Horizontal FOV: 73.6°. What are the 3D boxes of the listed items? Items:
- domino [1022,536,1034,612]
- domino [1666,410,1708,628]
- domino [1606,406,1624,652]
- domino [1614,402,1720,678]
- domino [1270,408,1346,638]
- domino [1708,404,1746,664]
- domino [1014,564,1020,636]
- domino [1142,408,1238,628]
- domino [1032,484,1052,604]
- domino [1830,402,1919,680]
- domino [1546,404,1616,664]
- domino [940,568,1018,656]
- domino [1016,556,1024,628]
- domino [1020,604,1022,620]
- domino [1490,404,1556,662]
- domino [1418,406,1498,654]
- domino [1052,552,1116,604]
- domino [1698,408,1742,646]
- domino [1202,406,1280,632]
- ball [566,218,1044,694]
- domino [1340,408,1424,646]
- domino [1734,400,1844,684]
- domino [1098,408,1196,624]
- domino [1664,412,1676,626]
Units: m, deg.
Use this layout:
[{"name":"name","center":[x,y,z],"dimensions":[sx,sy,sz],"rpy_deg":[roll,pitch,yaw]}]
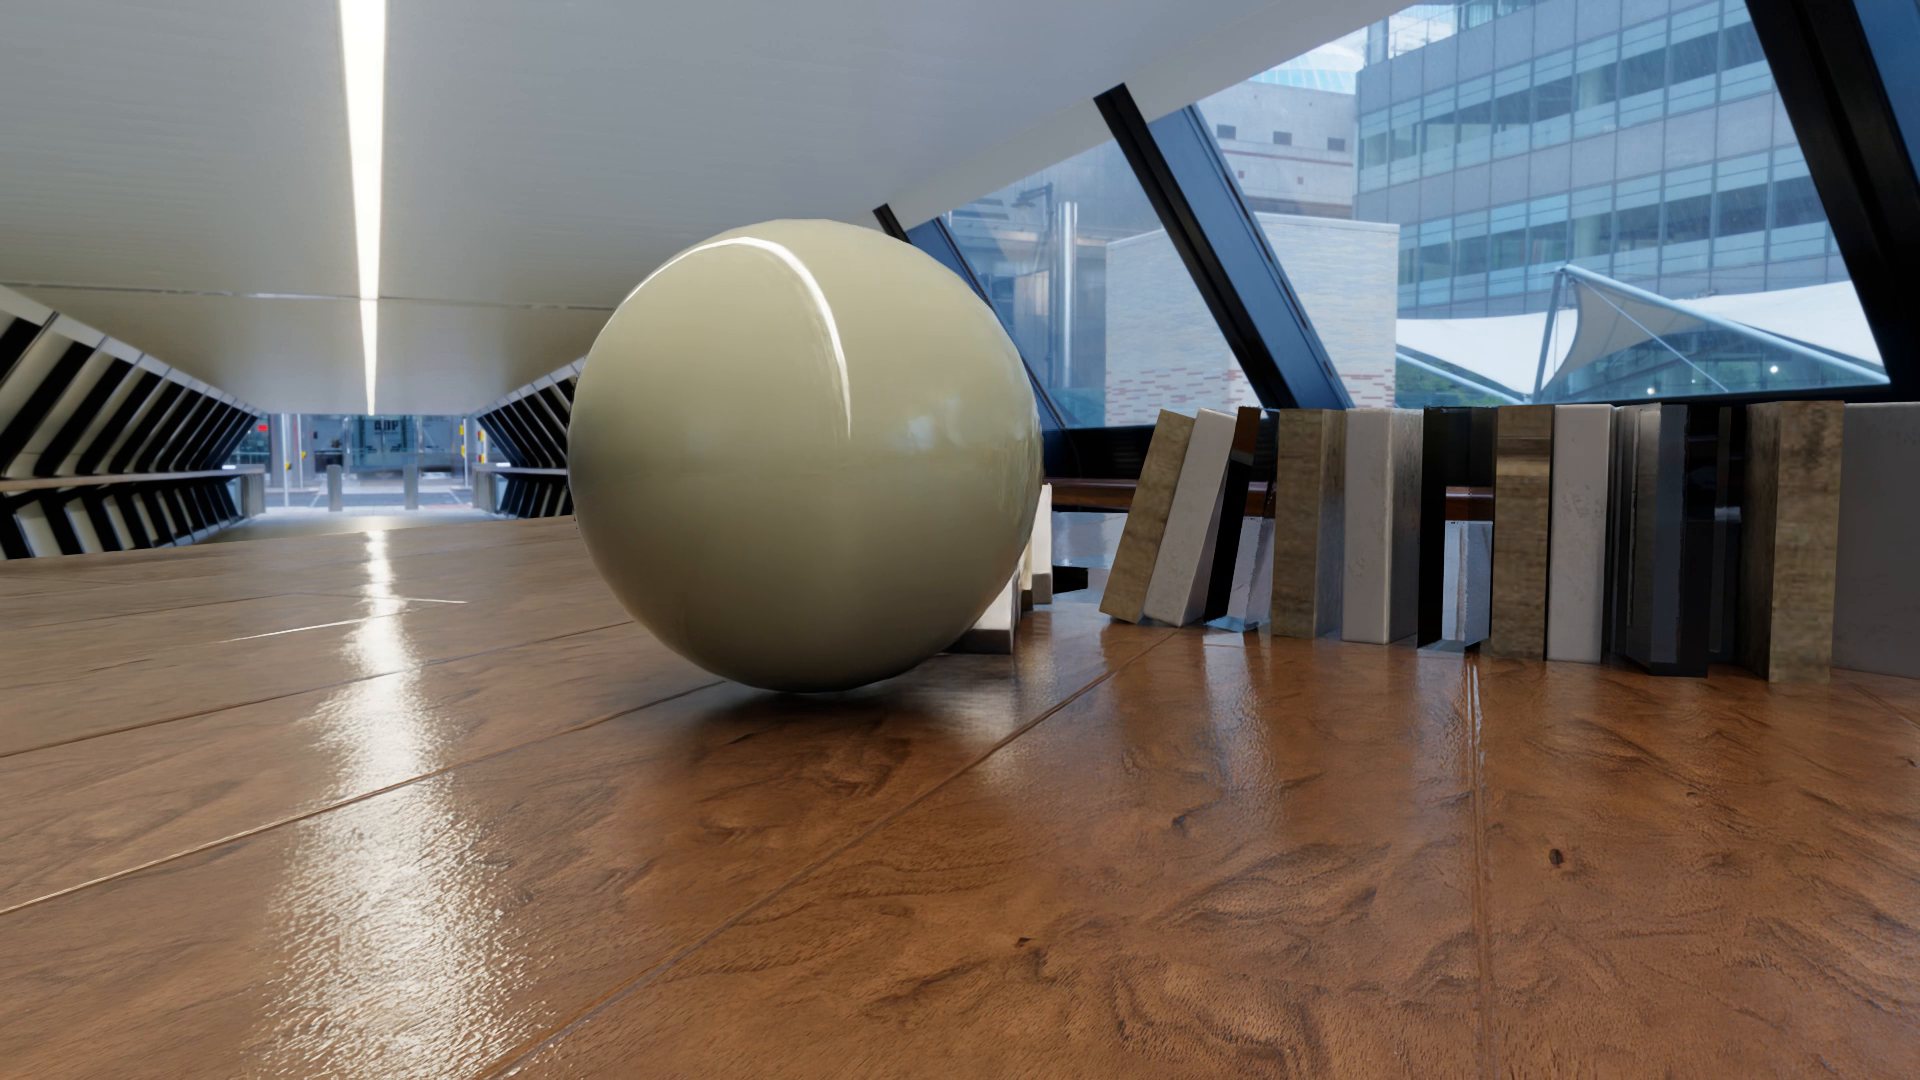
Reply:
[{"name":"domino","center":[0.006,-0.005,0.333],"dimensions":[0.025,0.050,0.010],"rpy_deg":[-2,-37,5]},{"name":"domino","center":[0.172,-0.006,0.308],"dimensions":[0.010,0.050,0.025],"rpy_deg":[1,4,13]},{"name":"domino","center":[0.142,-0.003,0.269],"dimensions":[0.009,0.050,0.025],"rpy_deg":[2,5,23]},{"name":"domino","center":[0.134,-0.001,0.245],"dimensions":[0.010,0.050,0.025],"rpy_deg":[1,4,13]},{"name":"domino","center":[0.080,-0.004,0.291],"dimensions":[0.010,0.050,0.025],"rpy_deg":[4,6,33]},{"name":"domino","center":[0.150,-0.002,0.259],"dimensions":[0.009,0.050,0.025],"rpy_deg":[2,5,22]},{"name":"domino","center":[0.001,-0.002,0.296],"dimensions":[0.025,0.050,0.010],"rpy_deg":[1,-37,6]},{"name":"domino","center":[0.058,-0.006,0.305],"dimensions":[0.009,0.050,0.025],"rpy_deg":[18,11,22]},{"name":"domino","center":[0.013,0.001,0.353],"dimensions":[0.025,0.010,0.050],"rpy_deg":[-2,29,5]},{"name":"domino","center":[0.171,-0.001,0.242],"dimensions":[0.010,0.050,0.025],"rpy_deg":[-2,5,-29]},{"name":"domino","center":[0.125,-0.002,0.258],"dimensions":[0.009,0.050,0.025],"rpy_deg":[2,5,29]},{"name":"domino","center":[0.000,0.000,0.271],"dimensions":[0.025,0.050,0.009],"rpy_deg":[1,-37,7]},{"name":"domino","center":[0.003,-0.003,0.308],"dimensions":[0.025,0.050,0.009],"rpy_deg":[1,-37,6]},{"name":"domino","center":[0.003,-0.004,0.321],"dimensions":[0.025,0.050,0.009],"rpy_deg":[0,-37,5]},{"name":"domino","center":[0.116,-0.002,0.263],"dimensions":[0.010,0.050,0.025],"rpy_deg":[2,5,29]},{"name":"domino","center":[0.107,-0.003,0.272],"dimensions":[0.010,0.050,0.025],"rpy_deg":[3,5,38]},{"name":"domino","center":[0.044,0.010,0.366],"dimensions":[0.025,0.010,0.050],"rpy_deg":[3,5,36]},{"name":"domino","center":[0.169,-0.002,0.265],"dimensions":[0.010,0.050,0.025],"rpy_deg":[-3,5,-31]},{"name":"domino","center":[0.069,-0.005,0.298],"dimensions":[0.009,0.050,0.025],"rpy_deg":[13,10,30]},{"name":"ball","center":[-0.026,-0.014,0.220],"dimensions":[0.080,0.080,0.080],"rpy_deg":[0,4,0]},{"name":"domino","center":[0.093,-0.004,0.282],"dimensions":[0.009,0.050,0.025],"rpy_deg":[3,5,37]},{"name":"domino","center":[0.153,0.000,0.238],"dimensions":[0.010,0.050,0.025],"rpy_deg":[1,4,17]},{"name":"domino","center":[0.048,-0.006,0.313],"dimensions":[0.010,0.050,0.025],"rpy_deg":[18,9,13]},{"name":"domino","center":[0.157,-0.006,0.308],"dimensions":[0.009,0.050,0.025],"rpy_deg":[-1,5,-18]}]
